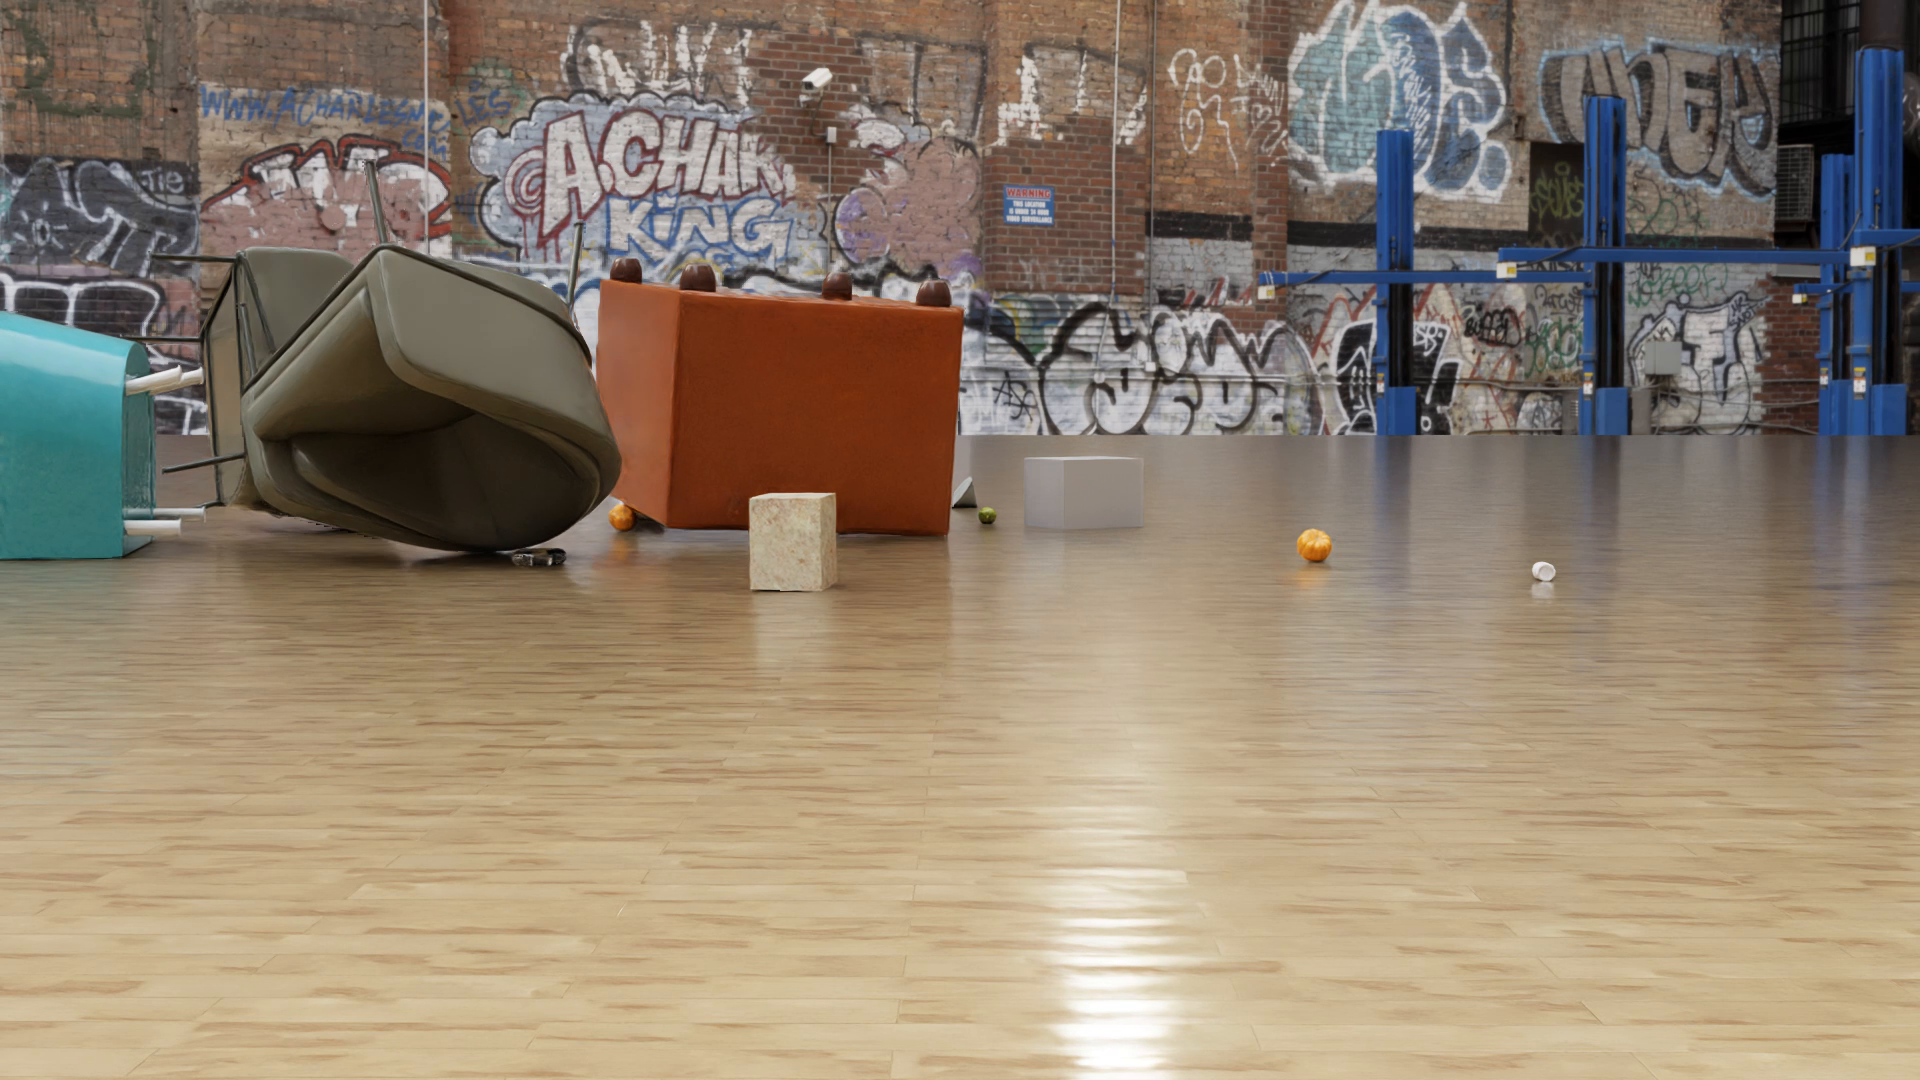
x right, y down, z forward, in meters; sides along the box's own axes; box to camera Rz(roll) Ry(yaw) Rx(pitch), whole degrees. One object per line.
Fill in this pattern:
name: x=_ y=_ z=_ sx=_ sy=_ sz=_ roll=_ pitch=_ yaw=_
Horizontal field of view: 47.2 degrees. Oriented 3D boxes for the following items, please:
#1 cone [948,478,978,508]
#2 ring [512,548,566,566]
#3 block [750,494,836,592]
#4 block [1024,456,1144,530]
cone: x=0.032 y=-0.153 z=8.361 sx=0.090 sy=0.143 sz=0.179 roll=39 pitch=12 yaw=-11
ring: x=-1.077 y=0.043 z=5.634 sx=0.128 sy=0.039 sz=0.148 roll=2 pitch=5 yaw=38
block: x=-0.376 y=0.003 z=4.988 sx=0.159 sy=0.206 sz=0.238 roll=0 pitch=4 yaw=5
block: x=0.405 y=-0.157 z=7.212 sx=0.303 sy=0.223 sz=0.255 roll=-2 pitch=4 yaw=-28
